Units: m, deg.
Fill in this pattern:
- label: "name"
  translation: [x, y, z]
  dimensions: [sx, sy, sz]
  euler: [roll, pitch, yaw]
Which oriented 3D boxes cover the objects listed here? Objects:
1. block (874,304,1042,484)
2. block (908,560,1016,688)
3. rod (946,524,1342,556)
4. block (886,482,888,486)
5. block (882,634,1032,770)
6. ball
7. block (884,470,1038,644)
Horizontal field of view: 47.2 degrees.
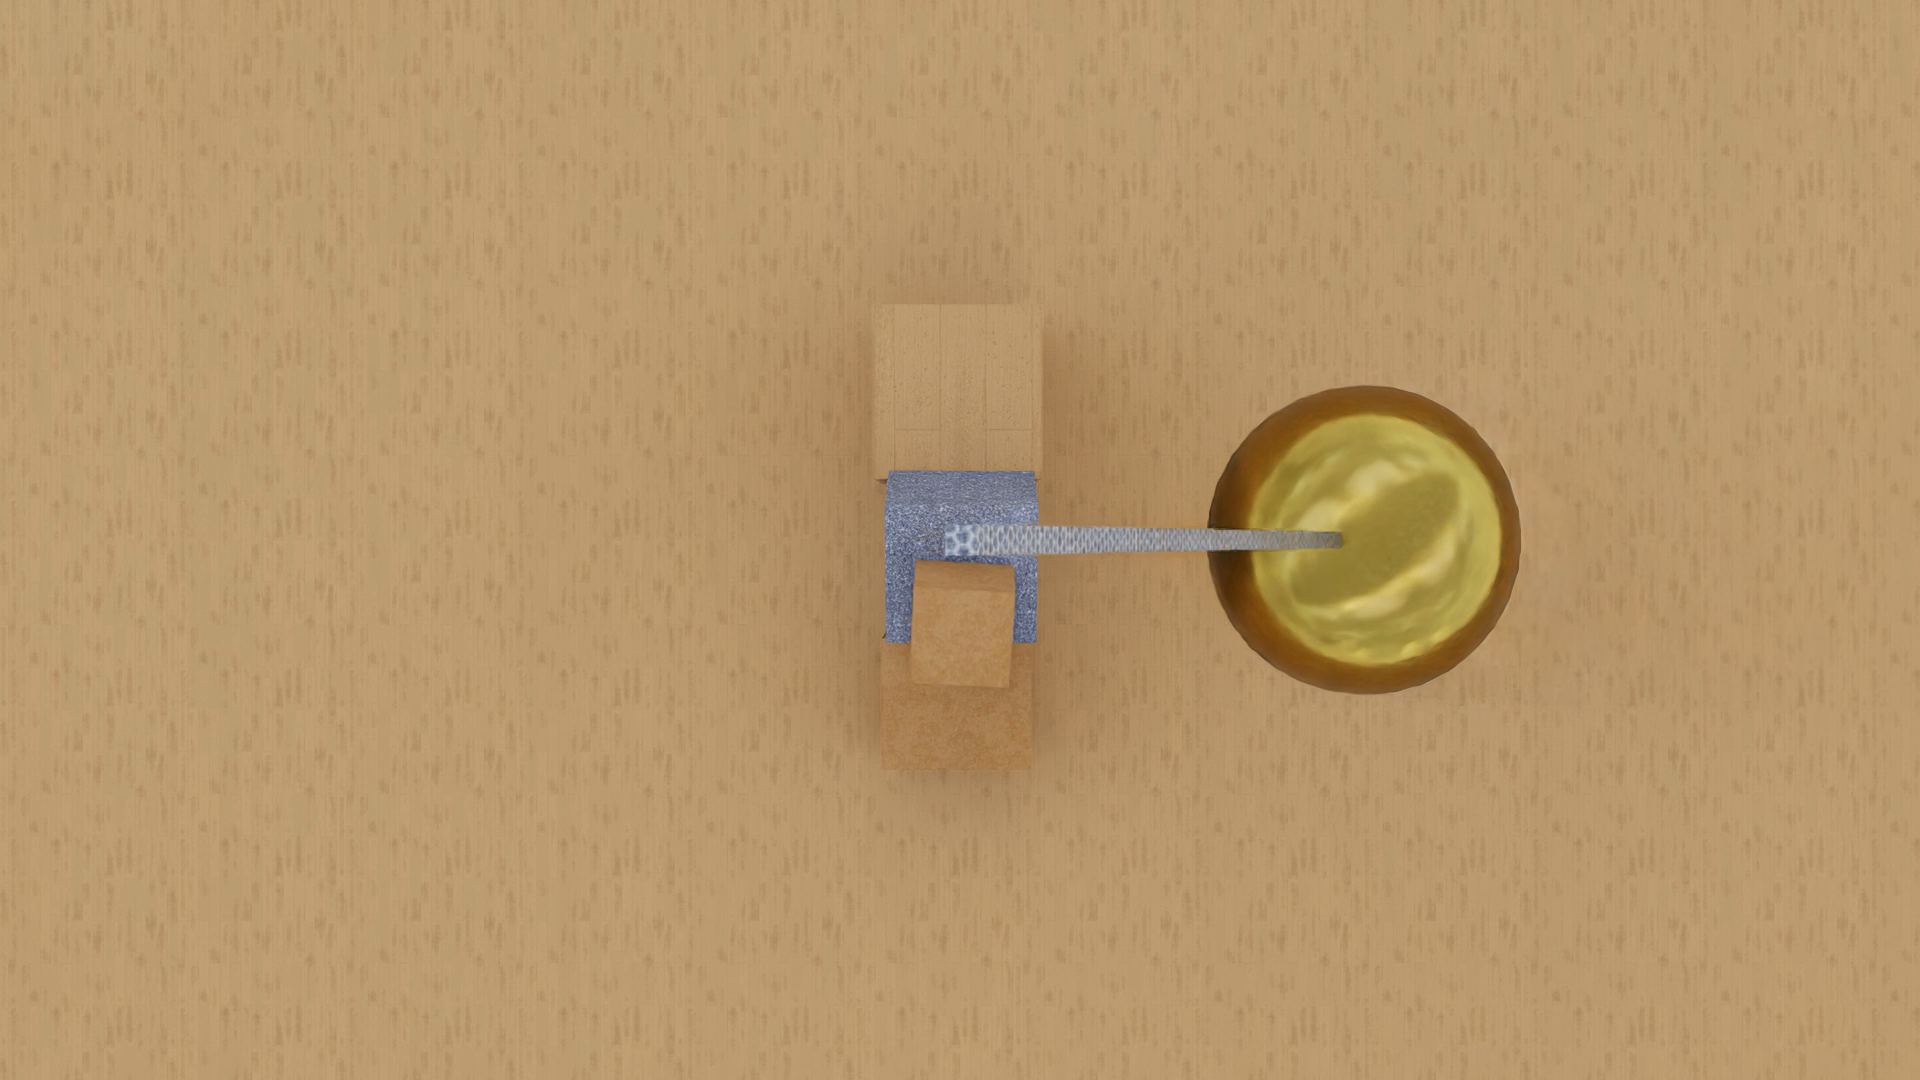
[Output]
- label: "block"
  translation: [-0.011, -0.808, 12.487]
  dimensions: [0.914, 1.027, 0.952]
  euler: [0, 90, 0]
- label: "block"
  translation: [0.008, 0.426, 11.271]
  dimensions: [0.510, 0.449, 0.509]
  euler: [3, 107, -1]
- label: "rod"
  translation: [0.899, 0.000, 8.152]
  dimensions: [0.080, 5.200, 0.080]
  euler: [0, 90, 20]
- label: "block"
  translation: [-0.013, 0.108, 12.591]
  dimensions: [0.789, 0.819, 0.861]
  euler: [0, 90, 0]
- label: "block"
  translation: [-0.020, 0.917, 12.645]
  dimensions: [0.838, 0.710, 0.735]
  euler: [0, 90, 0]
- label: "ball"
  translation: [2.074, 0.000, 11.343]
  dimensions: [1.600, 1.600, 1.600]
  euler: [0, 90, 0]
- label: "block"
  translation: [0.007, 0.082, 11.750]
  dimensions: [0.791, 0.670, 0.753]
  euler: [0, 107, 0]
